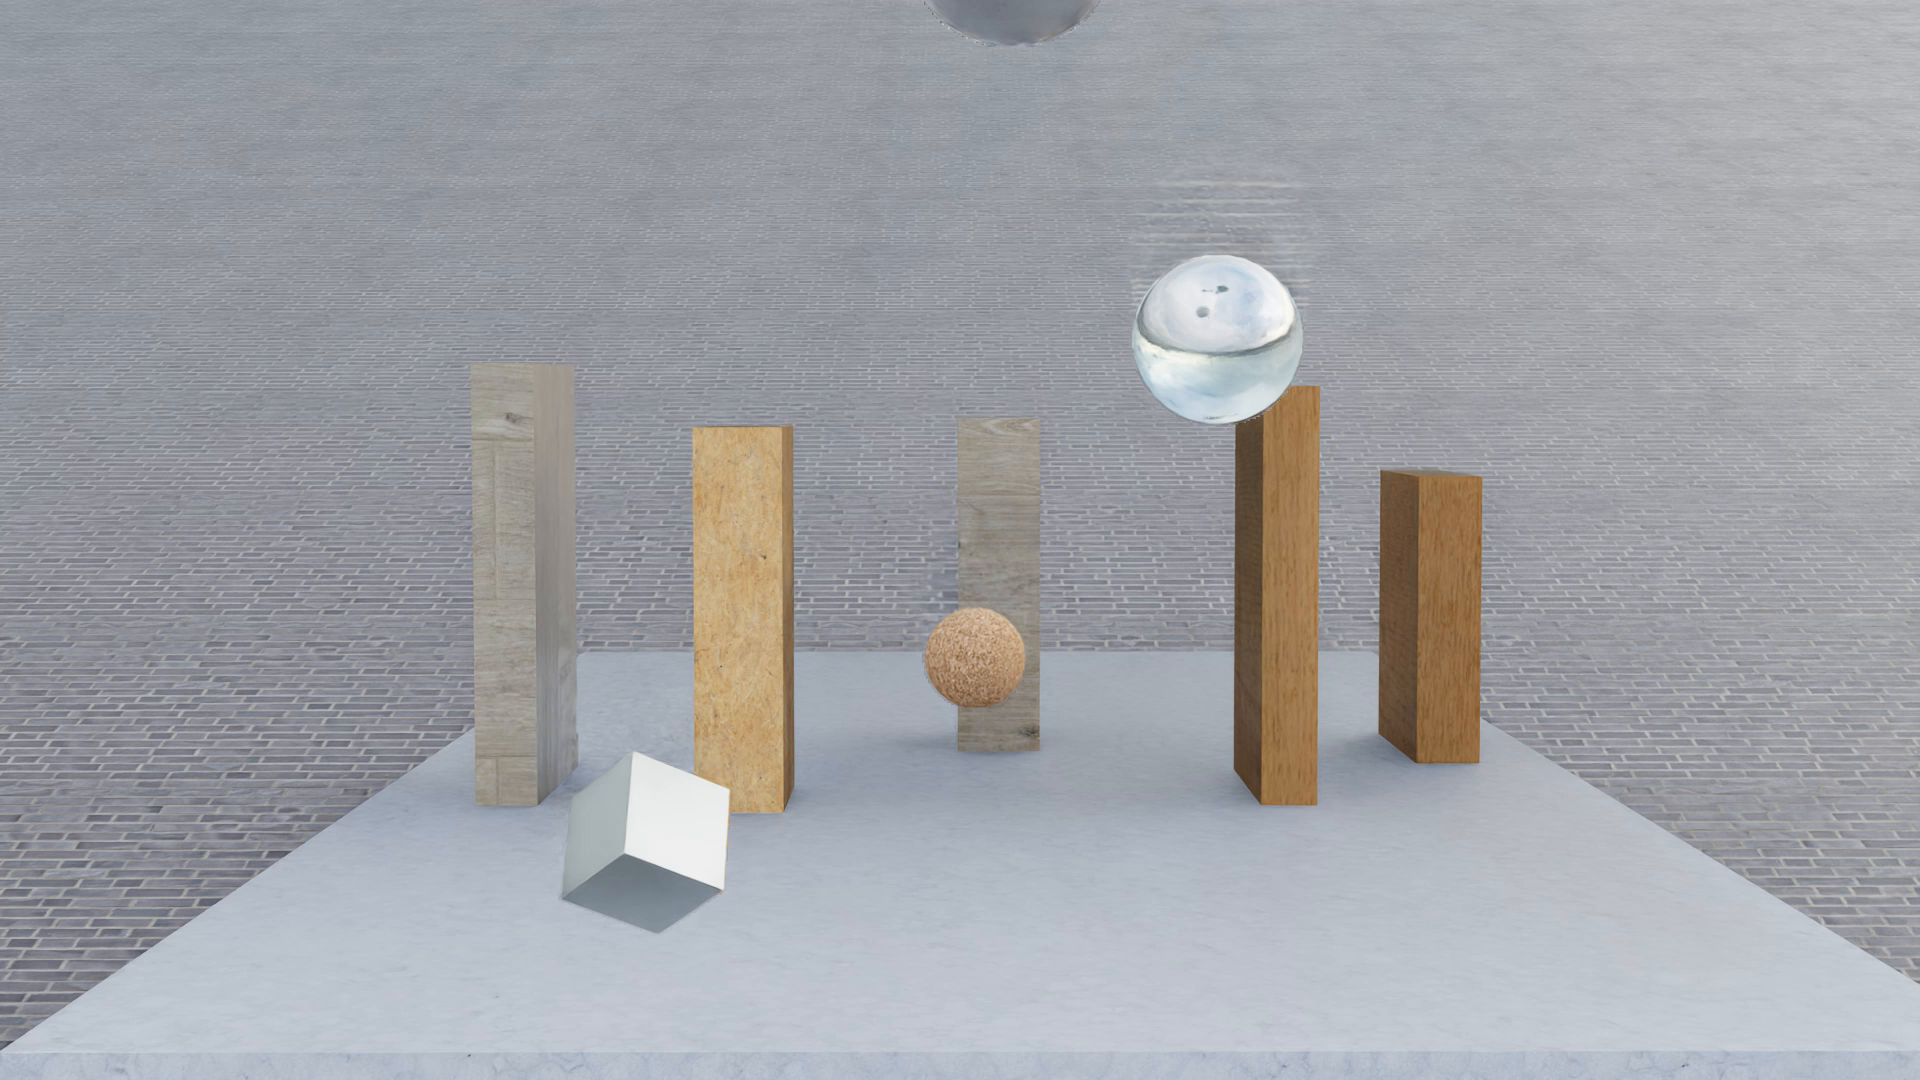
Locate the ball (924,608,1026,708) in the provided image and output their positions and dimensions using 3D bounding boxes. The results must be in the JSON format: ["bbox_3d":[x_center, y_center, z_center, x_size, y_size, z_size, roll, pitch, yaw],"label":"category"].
[{"bbox_3d":[0.018,0.136,2.981,0.117,0.117,0.117,0,21,0],"label":"ball"}]

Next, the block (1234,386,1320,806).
[{"bbox_3d":[0.519,0.078,4.243,0.088,0.661,0.403,0,3,0],"label":"block"}]

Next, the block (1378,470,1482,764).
[{"bbox_3d":[0.859,0.130,4.715,0.111,0.505,0.409,0,3,0],"label":"block"}]

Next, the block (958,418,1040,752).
[{"bbox_3d":[0.070,0.075,4.806,0.149,0.606,0.270,0,3,0],"label":"block"}]

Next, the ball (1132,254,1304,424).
[{"bbox_3d":[0.263,-0.204,2.624,0.173,0.173,0.173,0,21,0],"label":"ball"}]

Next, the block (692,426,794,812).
[{"bbox_3d":[-0.343,0.118,4.112,0.137,0.598,0.276,0,3,0],"label":"block"}]

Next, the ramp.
[{"bbox_3d":[0.049,0.444,4.532,2.000,0.100,4.000,0,3,0],"label":"ramp"}]

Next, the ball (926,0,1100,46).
[{"bbox_3d":[0.044,-0.508,2.172,0.180,0.180,0.180,0,21,0],"label":"ball"}]

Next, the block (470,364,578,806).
[{"bbox_3d":[-0.717,0.060,4.256,0.098,0.698,0.431,0,3,0],"label":"block"}]

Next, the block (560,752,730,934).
[{"bbox_3d":[-0.306,0.296,2.503,0.112,0.112,0.112,26,46,-30],"label":"block"}]
